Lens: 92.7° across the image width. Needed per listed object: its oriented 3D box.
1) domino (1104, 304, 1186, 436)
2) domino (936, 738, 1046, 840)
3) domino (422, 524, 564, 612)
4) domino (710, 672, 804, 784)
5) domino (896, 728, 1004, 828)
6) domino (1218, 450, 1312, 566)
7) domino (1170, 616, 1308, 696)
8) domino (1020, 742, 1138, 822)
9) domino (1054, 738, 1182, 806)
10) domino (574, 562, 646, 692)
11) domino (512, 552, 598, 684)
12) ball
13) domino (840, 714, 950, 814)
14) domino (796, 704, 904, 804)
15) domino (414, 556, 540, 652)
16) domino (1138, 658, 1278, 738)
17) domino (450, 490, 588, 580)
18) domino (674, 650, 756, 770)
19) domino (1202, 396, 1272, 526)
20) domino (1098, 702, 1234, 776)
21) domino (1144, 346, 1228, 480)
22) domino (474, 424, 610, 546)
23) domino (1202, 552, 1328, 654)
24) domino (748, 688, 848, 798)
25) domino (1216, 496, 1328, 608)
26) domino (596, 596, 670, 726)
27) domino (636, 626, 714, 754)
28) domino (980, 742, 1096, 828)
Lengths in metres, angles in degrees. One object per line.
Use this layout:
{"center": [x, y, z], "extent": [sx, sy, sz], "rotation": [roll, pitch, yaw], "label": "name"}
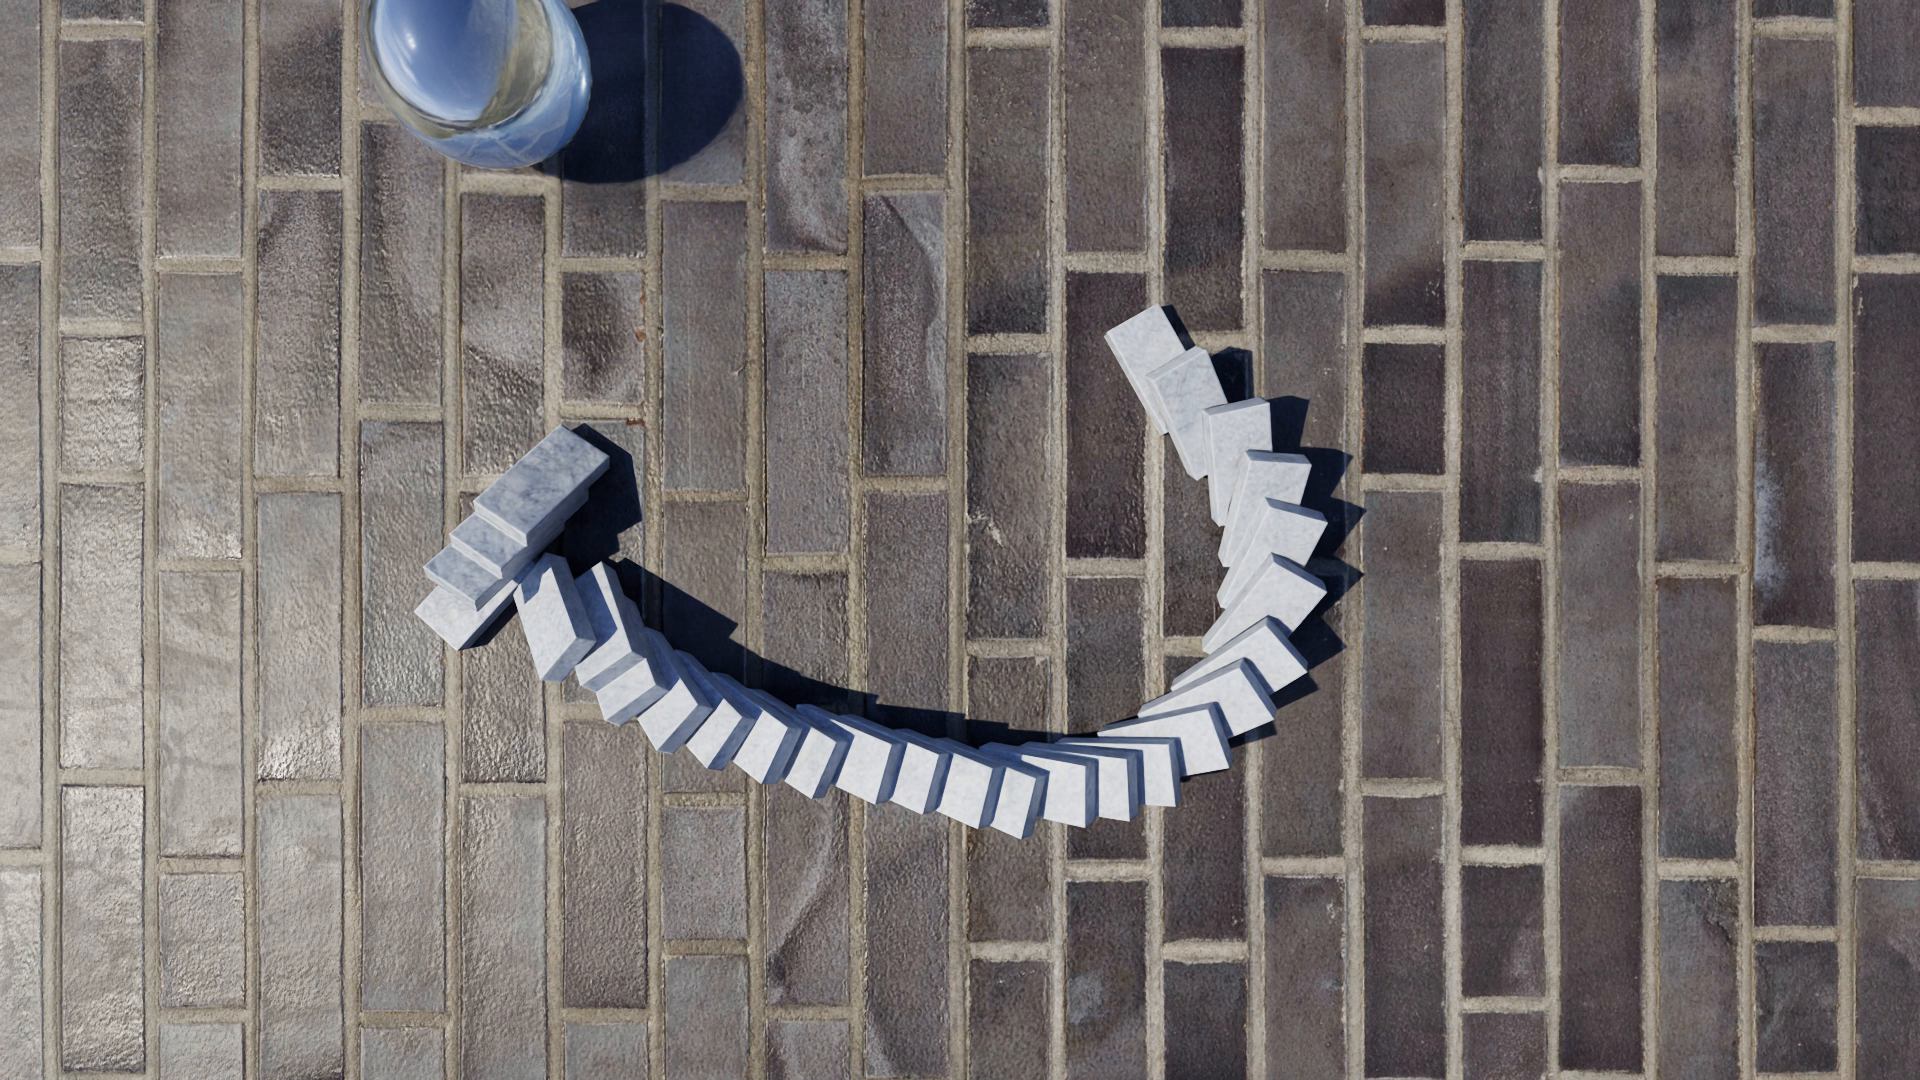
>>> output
{"center": [0.086, -0.073, 0.395], "extent": [0.025, 0.009, 0.050], "rotation": [-30, 90, 0], "label": "domino"}
{"center": [0.009, 0.103, 0.383], "extent": [0.050, 0.009, 0.025], "rotation": [14, 90, 33], "label": "domino"}
{"center": [-0.193, 0.003, 0.382], "extent": [0.025, 0.010, 0.050], "rotation": [34, 55, 0], "label": "domino"}
{"center": [-0.090, 0.078, 0.382], "extent": [0.050, 0.009, 0.025], "rotation": [26, 91, 33], "label": "domino"}
{"center": [-0.008, 0.099, 0.383], "extent": [0.050, 0.010, 0.025], "rotation": [14, 90, 33], "label": "domino"}
{"center": [0.126, -0.012, 0.383], "extent": [0.025, 0.009, 0.050], "rotation": [3, 121, -2], "label": "domino"}
{"center": [0.116, 0.057, 0.384], "extent": [0.025, 0.009, 0.050], "rotation": [48, 119, 0], "label": "domino"}
{"center": [0.049, 0.100, 0.382], "extent": [0.050, 0.010, 0.025], "rotation": [-2, 93, 34], "label": "domino"}
{"center": [0.066, 0.096, 0.383], "extent": [0.050, 0.009, 0.025], "rotation": [-6, 90, 30], "label": "domino"}
{"center": [-0.151, 0.036, 0.382], "extent": [0.025, 0.010, 0.050], "rotation": [-34, 56, 1], "label": "domino"}
{"center": [-0.168, 0.032, 0.379], "extent": [0.025, 0.010, 0.050], "rotation": [-46, 54, 13], "label": "domino"}
{"center": [-0.188, -0.188, 0.360], "extent": [0.080, 0.080, 0.080], "rotation": [0, 90, 0], "label": "ball"}
{"center": [-0.031, 0.093, 0.384], "extent": [0.050, 0.009, 0.025], "rotation": [15, 90, 29], "label": "domino"}
{"center": [-0.050, 0.089, 0.384], "extent": [0.050, 0.009, 0.025], "rotation": [16, 90, 29], "label": "domino"}
{"center": [-0.207, 0.021, 0.395], "extent": [0.025, 0.009, 0.050], "rotation": [43, 90, 0], "label": "domino"}
{"center": [0.103, 0.072, 0.383], "extent": [0.050, 0.010, 0.025], "rotation": [-33, 91, 31], "label": "domino"}
{"center": [-0.182, -0.010, 0.382], "extent": [0.025, 0.009, 0.050], "rotation": [35, 55, 0], "label": "domino"}
{"center": [-0.109, 0.070, 0.383], "extent": [0.050, 0.010, 0.025], "rotation": [34, 90, 33], "label": "domino"}
{"center": [0.118, -0.033, 0.385], "extent": [0.025, 0.010, 0.050], "rotation": [-12, 115, 0], "label": "domino"}
{"center": [0.085, 0.086, 0.383], "extent": [0.050, 0.009, 0.025], "rotation": [-20, 90, 30], "label": "domino"}
{"center": [0.099, -0.053, 0.385], "extent": [0.025, 0.009, 0.050], "rotation": [-30, 115, 0], "label": "domino"}
{"center": [-0.173, -0.023, 0.382], "extent": [0.025, 0.010, 0.050], "rotation": [34, 55, -1], "label": "domino"}
{"center": [0.126, 0.032, 0.383], "extent": [0.025, 0.010, 0.050], "rotation": [29, 118, -3], "label": "domino"}
{"center": [-0.073, 0.085, 0.384], "extent": [0.050, 0.010, 0.025], "rotation": [24, 90, 28], "label": "domino"}
{"center": [0.130, 0.009, 0.383], "extent": [0.025, 0.010, 0.050], "rotation": [14, 120, -4], "label": "domino"}
{"center": [-0.141, 0.049, 0.382], "extent": [0.025, 0.010, 0.050], "rotation": [-35, 56, 1], "label": "domino"}
{"center": [-0.125, 0.062, 0.382], "extent": [0.025, 0.010, 0.050], "rotation": [-48, 55, 2], "label": "domino"}
{"center": [0.032, 0.101, 0.381], "extent": [0.050, 0.010, 0.025], "rotation": [2, 94, 34], "label": "domino"}
